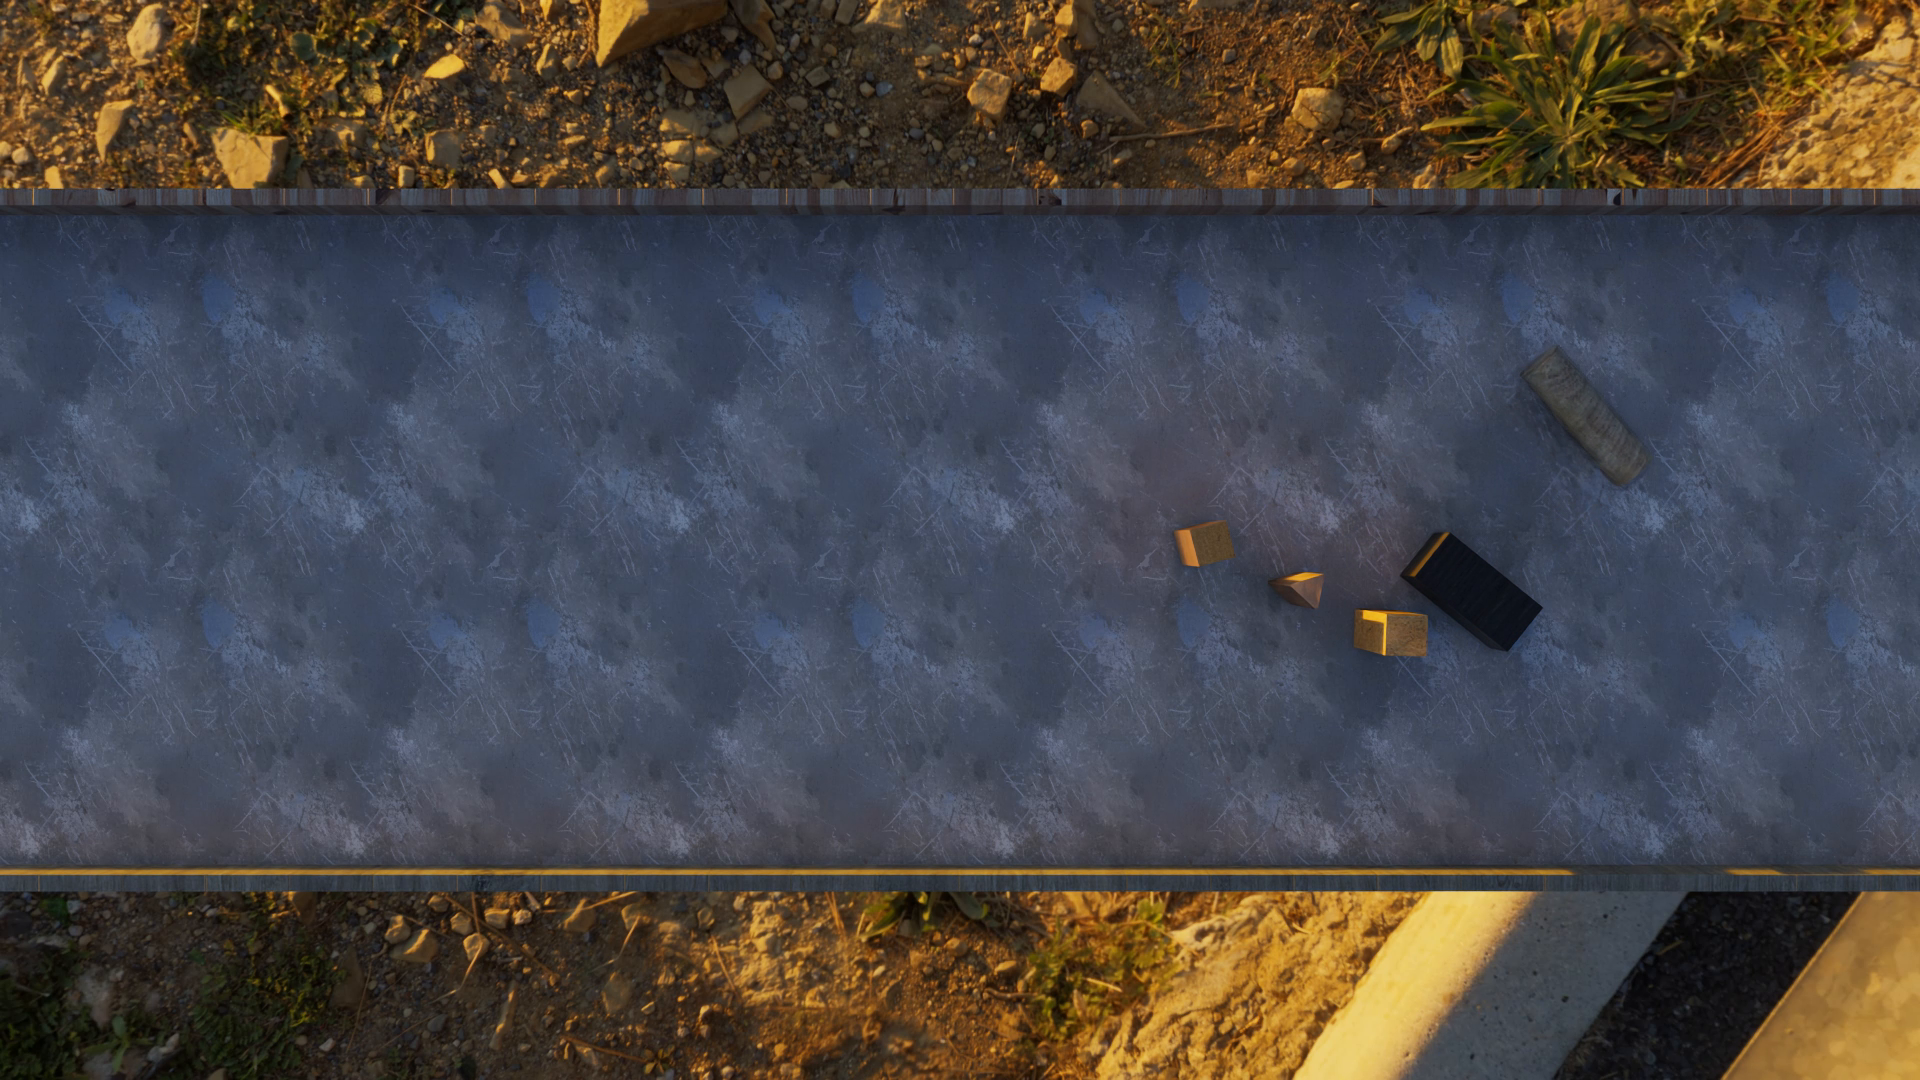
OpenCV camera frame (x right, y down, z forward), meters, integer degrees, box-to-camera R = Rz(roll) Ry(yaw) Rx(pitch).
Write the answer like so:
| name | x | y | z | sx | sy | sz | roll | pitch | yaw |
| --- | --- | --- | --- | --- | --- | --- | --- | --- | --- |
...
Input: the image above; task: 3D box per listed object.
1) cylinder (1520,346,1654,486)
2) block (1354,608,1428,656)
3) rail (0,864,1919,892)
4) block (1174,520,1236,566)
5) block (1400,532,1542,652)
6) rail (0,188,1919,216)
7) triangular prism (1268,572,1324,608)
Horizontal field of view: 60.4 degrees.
| name | x | y | z | sx | sy | sz | roll | pitch | yaw |
| --- | --- | --- | --- | --- | --- | --- | --- | --- | --- |
| cylinder | 1.901 | -0.376 | 5.009 | 0.135 | 0.135 | 0.447 | -40 | 90 | 0 |
| block | 1.273 | 0.272 | 4.889 | 0.118 | 0.376 | 0.118 | 2 | 90 | 0 |
| rail | -2.247 | 1.025 | 5.001 | 12.000 | 0.150 | 0.050 | 0 | 90 | 0 |
| block | 0.723 | 0.010 | 4.897 | 0.108 | 0.359 | 0.108 | -15 | 90 | 0 |
| block | 1.544 | 0.155 | 4.992 | 0.356 | 0.169 | 0.169 | 39 | 90 | 0 |
| rail | -2.247 | -1.025 | 5.002 | 12.000 | 0.150 | 0.050 | 0 | 90 | 0 |
| triangular prism | 1.013 | 0.131 | 4.897 | 0.101 | 0.358 | 0.087 | 42 | 90 | 0 |
